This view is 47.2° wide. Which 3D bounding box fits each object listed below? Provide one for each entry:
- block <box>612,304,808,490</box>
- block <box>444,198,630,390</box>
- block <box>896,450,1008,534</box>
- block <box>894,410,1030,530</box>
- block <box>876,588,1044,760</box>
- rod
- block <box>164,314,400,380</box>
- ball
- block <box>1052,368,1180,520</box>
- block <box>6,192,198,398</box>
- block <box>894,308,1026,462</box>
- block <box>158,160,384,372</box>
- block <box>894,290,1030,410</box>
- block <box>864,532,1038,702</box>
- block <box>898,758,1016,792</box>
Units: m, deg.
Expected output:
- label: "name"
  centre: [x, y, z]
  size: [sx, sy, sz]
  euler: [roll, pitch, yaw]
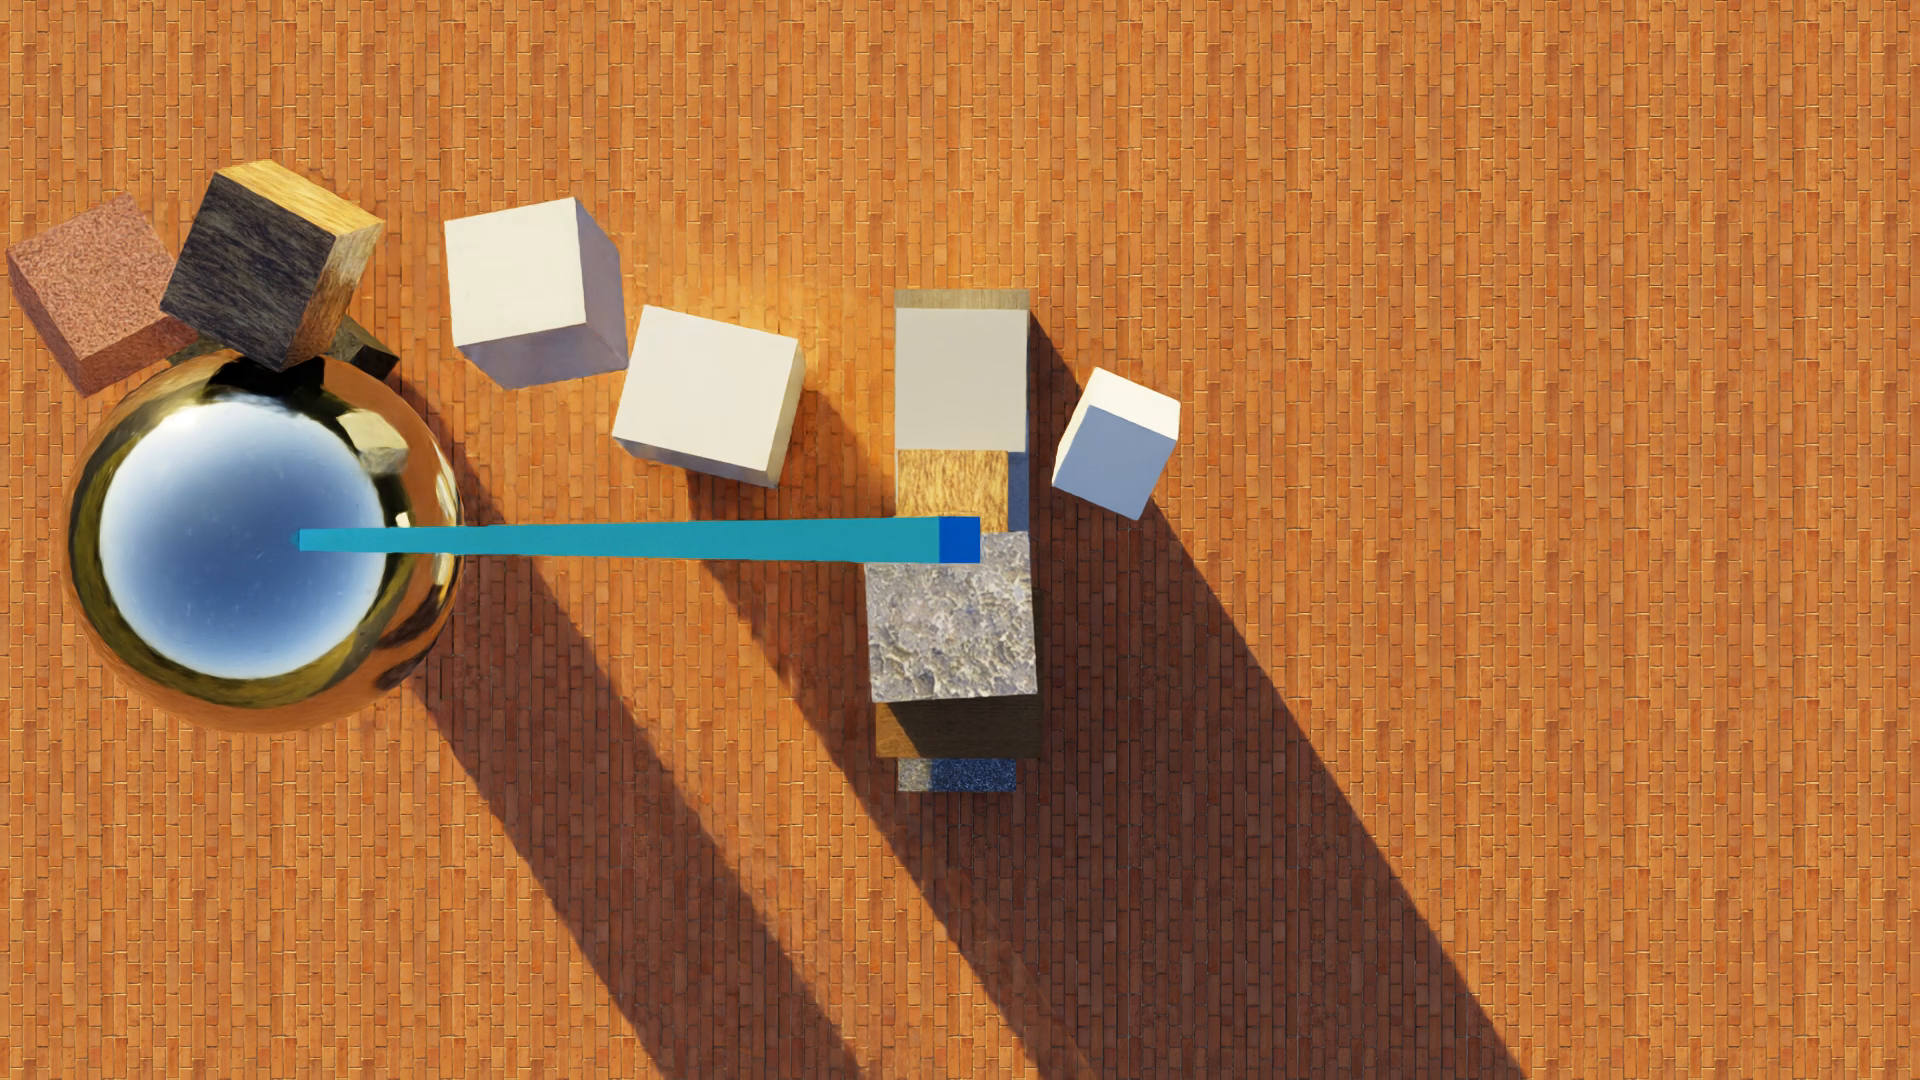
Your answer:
- label: "block"
  centre: [-1.414, -0.803, 12.567]
  size: [0.878, 0.759, 0.760]
  euler: [13, 84, 2]
- label: "block"
  centre: [-1.694, -0.979, 8.849]
  size: [0.535, 0.569, 0.528]
  euler: [-10, 75, 7]
- label: "block"
  centre: [-0.040, -0.113, 11.852]
  size: [0.582, 0.682, 0.605]
  euler: [1, 79, 0]
- label: "block"
  centre: [0.012, -0.390, 12.633]
  size: [0.749, 0.734, 0.671]
  euler: [0, 90, 0]
- label: "block"
  centre: [-0.001, 0.697, 11.811]
  size: [0.871, 0.750, 0.877]
  euler: [1, 90, 0]
- label: "rod"
  centre: [-1.234, 0.000, 6.061]
  size: [0.080, 5.200, 0.080]
  euler: [0, 90, -28]
- label: "block"
  centre: [-3.891, -1.054, 12.630]
  size: [0.871, 0.697, 0.775]
  euler: [39, 90, 3]
- label: "ball"
  centre: [-2.849, 0.000, 9.053]
  size: [1.600, 1.600, 1.600]
  euler: [0, 90, 0]
- label: "block"
  centre: [0.648, -0.401, 9.115]
  size: [0.384, 0.408, 0.396]
  euler: [22, 116, -4]
- label: "block"
  centre: [-3.996, -1.138, 10.289]
  size: [0.600, 0.596, 0.601]
  euler: [-33, 89, -24]
- label: "block"
  centre: [0.005, -0.829, 11.949]
  size: [0.689, 0.645, 0.756]
  euler: [1, 87, 0]
- label: "block"
  centre: [-2.704, -1.085, 8.663]
  size: [0.522, 0.506, 0.600]
  euler: [28, 106, -1]
- label: "block"
  centre: [0.010, -1.069, 12.646]
  size: [0.761, 0.709, 0.666]
  euler: [0, 90, 0]
- label: "block"
  centre: [-0.048, 0.371, 11.029]
  size: [0.800, 0.813, 0.787]
  euler: [-3, 90, 0]
- label: "block"
  centre: [-0.016, 1.037, 12.625]
  size: [0.657, 0.749, 0.727]
  euler: [0, 90, 0]
